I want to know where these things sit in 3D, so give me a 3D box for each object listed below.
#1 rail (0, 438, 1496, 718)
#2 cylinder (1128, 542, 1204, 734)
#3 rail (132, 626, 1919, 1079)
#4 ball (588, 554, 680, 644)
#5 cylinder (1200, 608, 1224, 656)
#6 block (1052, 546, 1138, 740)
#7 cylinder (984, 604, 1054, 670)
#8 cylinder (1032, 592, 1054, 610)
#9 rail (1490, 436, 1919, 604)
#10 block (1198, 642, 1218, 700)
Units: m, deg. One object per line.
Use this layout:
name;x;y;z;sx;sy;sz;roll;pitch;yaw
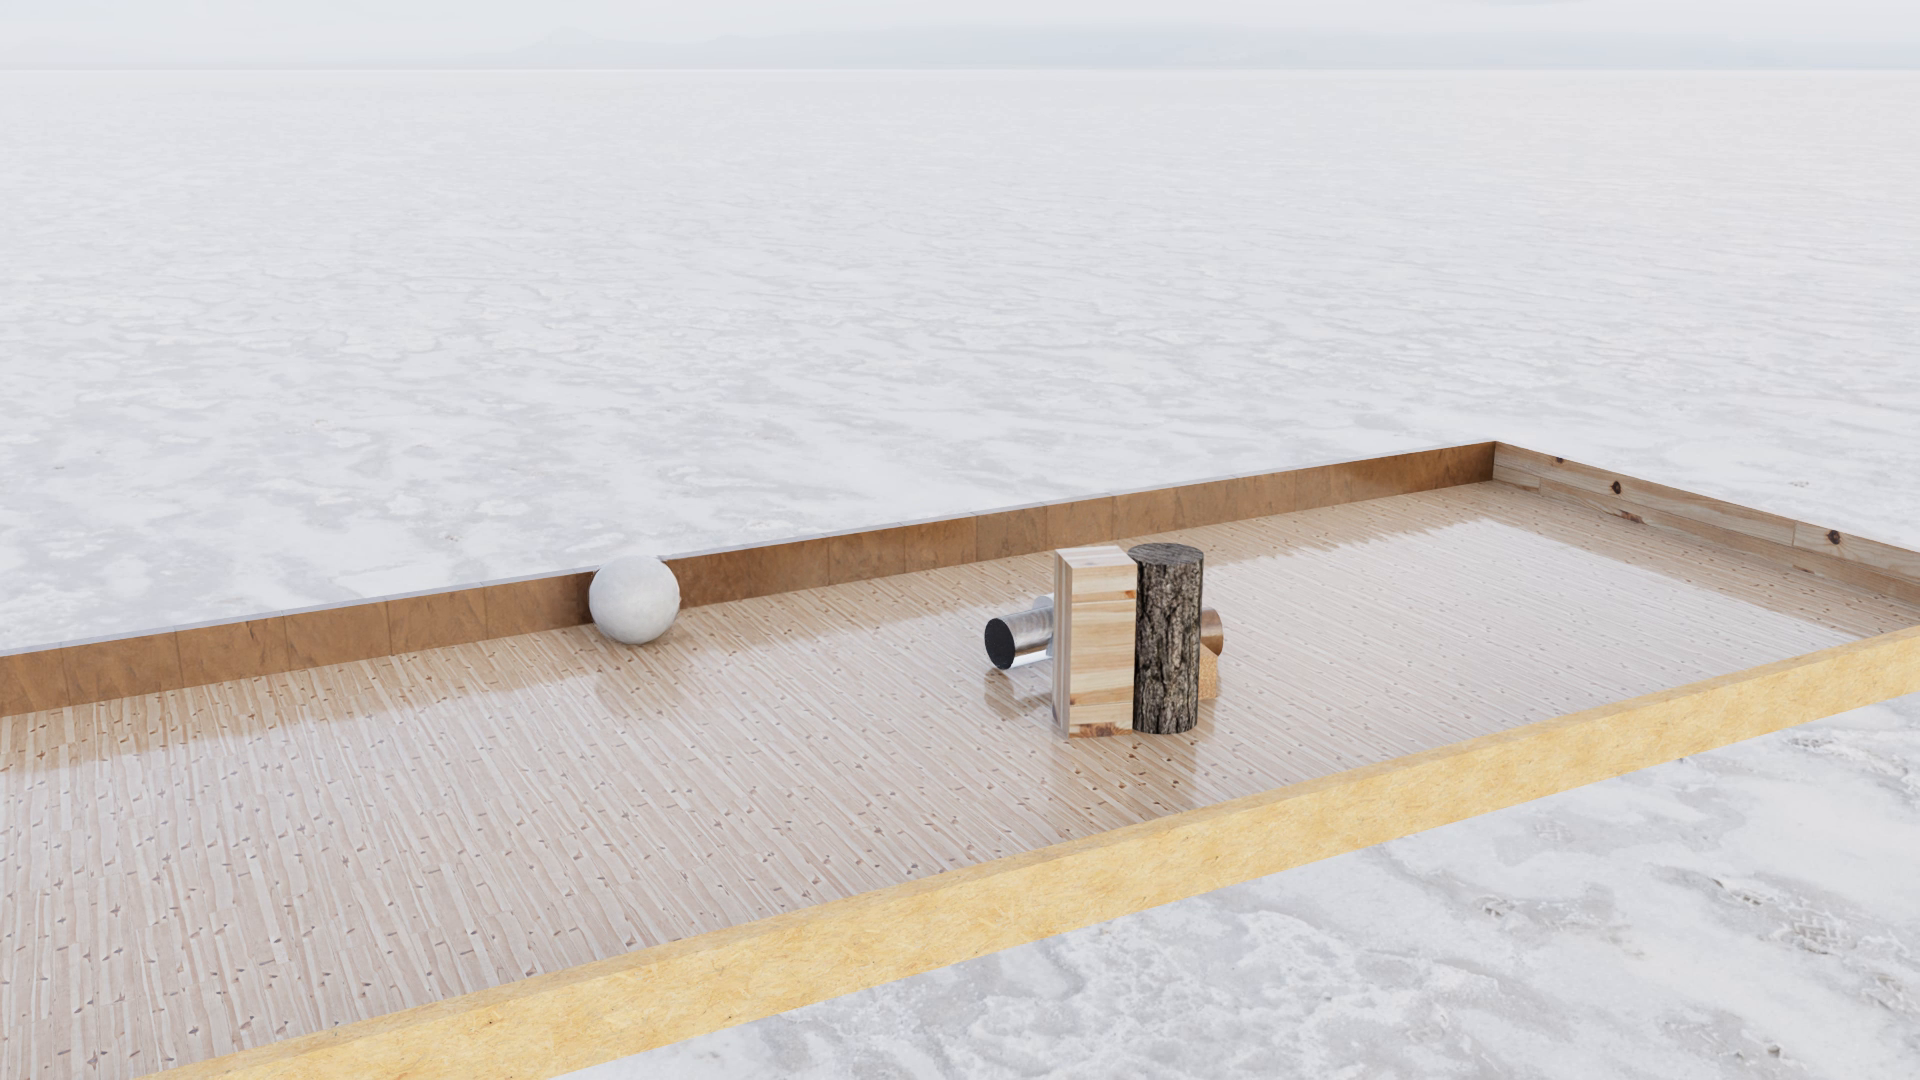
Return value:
rail;-3.305;0.497;3.399;12.000;0.150;0.050;-9;18;-27
cylinder;0.473;0.229;3.844;0.175;0.412;0.175;0;17;0
rail;-2.336;1.006;1.665;12.000;0.150;0.050;-9;18;-27
ball;-0.867;0.156;4.396;0.242;0.242;0.242;0;16;0
cylinder;0.489;0.255;4.251;0.353;0.133;0.133;-5;17;-16
block;0.309;0.236;3.819;0.151;0.413;0.151;-3;17;-12
cylinder;0.288;0.229;4.338;0.456;0.135;0.135;-11;20;-33
cylinder;0.403;0.166;4.587;0.442;0.114;0.114;-13;21;-37
rail;2.466;-0.048;5.253;0.050;0.150;2.100;-9;18;-27
block;0.435;0.333;4.026;0.365;0.109;0.109;-4;17;-15
